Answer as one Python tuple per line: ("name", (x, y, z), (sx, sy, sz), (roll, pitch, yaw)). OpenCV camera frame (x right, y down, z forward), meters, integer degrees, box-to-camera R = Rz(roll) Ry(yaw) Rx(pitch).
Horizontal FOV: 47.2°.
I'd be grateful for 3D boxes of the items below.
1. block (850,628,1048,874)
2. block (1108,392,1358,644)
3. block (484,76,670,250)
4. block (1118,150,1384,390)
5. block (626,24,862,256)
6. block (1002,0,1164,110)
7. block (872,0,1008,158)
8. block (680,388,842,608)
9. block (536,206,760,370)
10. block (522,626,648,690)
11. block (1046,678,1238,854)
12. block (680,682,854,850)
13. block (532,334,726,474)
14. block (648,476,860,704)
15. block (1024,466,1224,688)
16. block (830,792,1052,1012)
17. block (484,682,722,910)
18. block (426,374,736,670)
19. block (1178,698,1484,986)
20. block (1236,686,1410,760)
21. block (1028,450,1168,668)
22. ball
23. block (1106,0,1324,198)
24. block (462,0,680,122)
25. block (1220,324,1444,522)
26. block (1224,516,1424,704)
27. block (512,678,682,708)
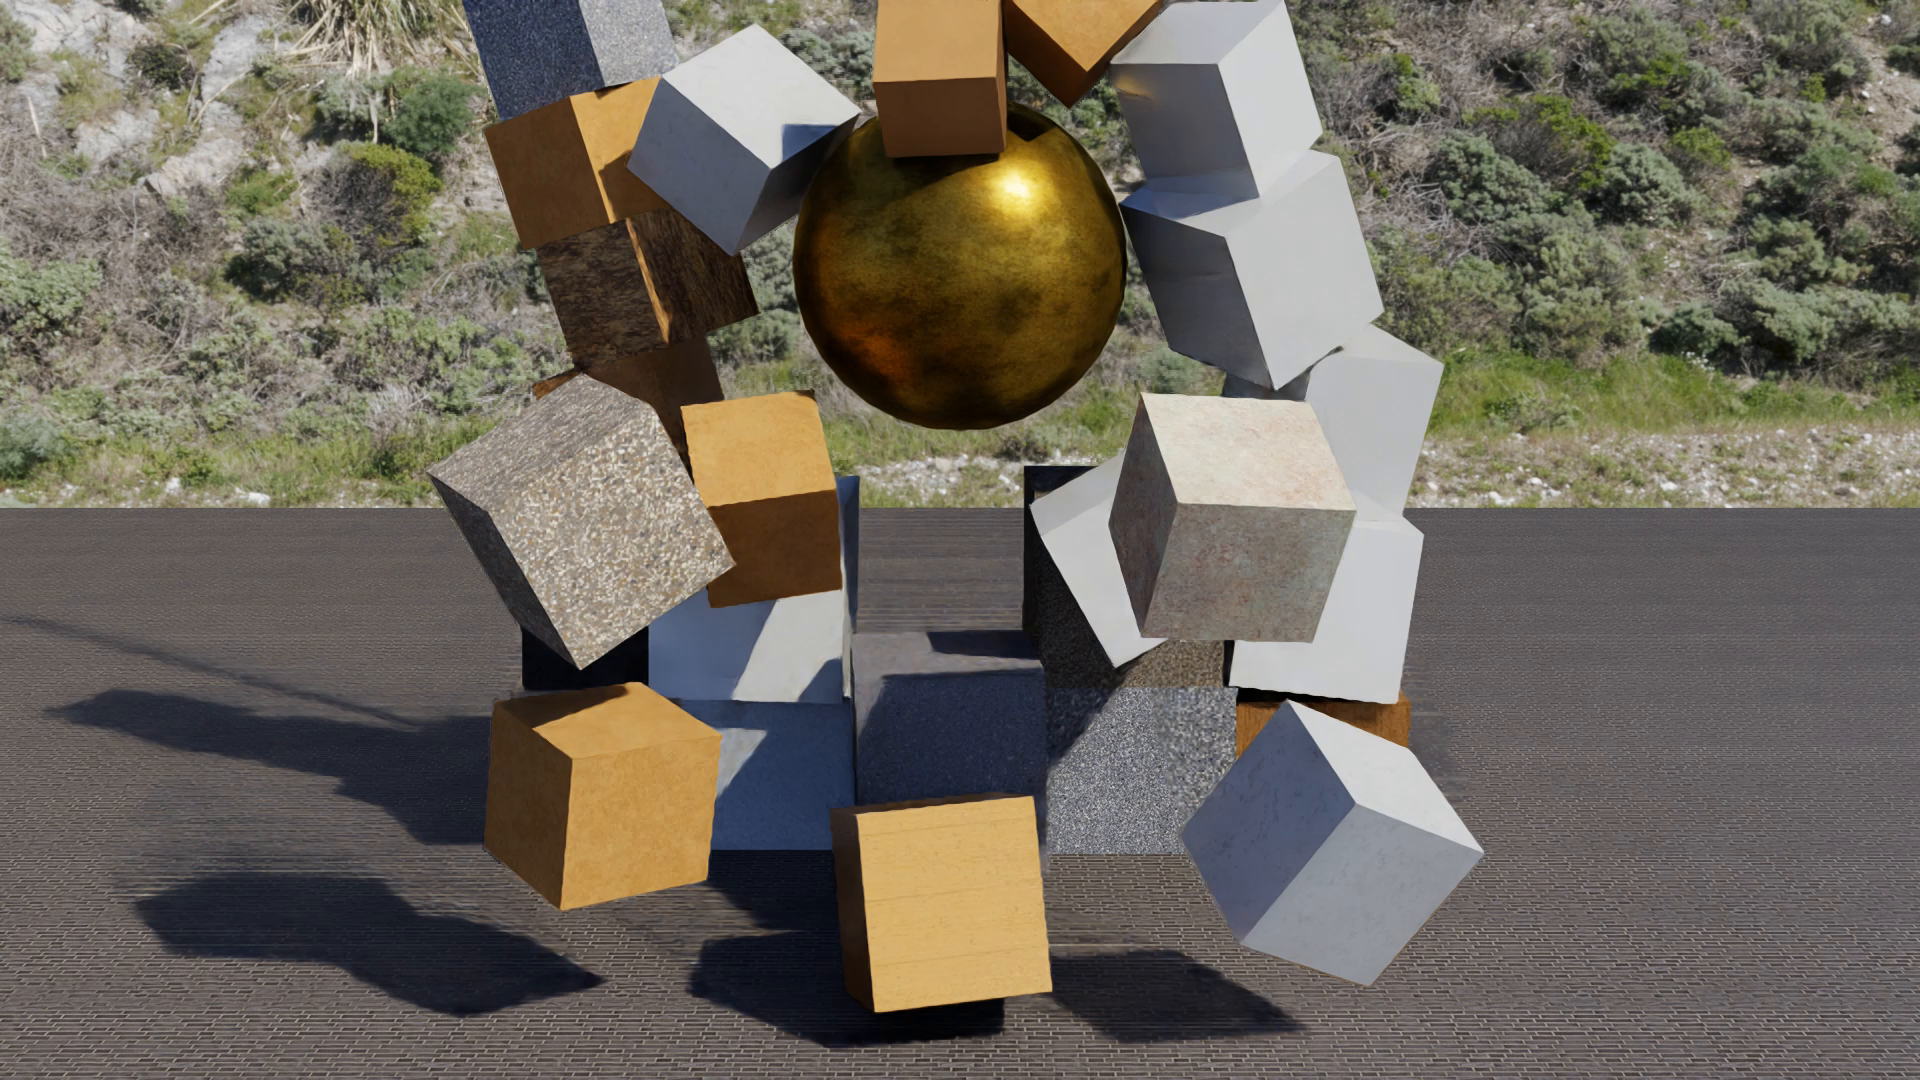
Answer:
("block", (-0.067, 0.991, 10.326), (0.854, 0.938, 0.889), (-2, 11, -4))
("block", (1.075, -0.089, 8.867), (0.718, 0.681, 0.719), (2, 39, -12))
("block", (-1.786, -1.842, 10.749), (0.672, 0.611, 0.641), (-8, 13, 41))
("block", (1.383, -1.341, 10.438), (0.709, 0.849, 0.809), (-36, 34, -18))
("block", (-1.023, -1.900, 10.420), (0.678, 0.592, 0.718), (41, 47, 7))
("block", (0.492, -2.467, 10.022), (0.655, 0.571, 0.591), (43, -7, 0))
("block", (-0.077, -2.077, 9.732), (0.530, 0.556, 0.483), (-1, -31, 6))
("block", (-0.915, -0.192, 10.163), (0.614, 0.660, 0.671), (-8, 47, -8))
("block", (-1.536, -1.276, 10.829), (0.671, 0.628, 0.673), (-9, 13, 40))
("block", (-1.844, 0.314, 11.235), (0.634, 0.763, 0.706), (0, 10, 3))
("block", (0.868, 1.059, 11.358), (0.991, 0.852, 0.973), (0, 10, 0))
("block", (-0.926, 1.095, 11.365), (0.911, 0.778, 0.828), (0, 10, 0))
("block", (-1.611, -0.599, 11.069), (0.661, 0.681, 0.681), (-14, 10, 19))
("block", (-1.029, 0.219, 11.180), (0.952, 0.986, 0.960), (2, 10, 1))
("block", (0.815, 0.168, 11.165), (0.935, 0.969, 0.890), (0, 10, -2))
("block", (-0.094, 1.444, 8.906), (0.704, 0.761, 0.752), (-5, -4, -12))
("block", (-1.436, 1.006, 8.806), (0.667, 0.629, 0.632), (-6, 21, -39))
("block", (-1.478, -0.088, 8.574), (0.734, 0.741, 0.719), (-35, 29, -19))
("block", (1.433, 1.182, 8.562), (0.701, 0.727, 0.634), (23, 23, -31))
("block", (1.802, 1.102, 11.372), (0.856, 0.762, 0.841), (0, 10, 0))
("block", (0.826, 0.033, 10.207), (0.715, 0.705, 0.696), (-29, 13, 4))
("ball", (0.000, -1.318, 10.486), (1.600, 1.600, 1.600), (0, 10, 0))
("block", (1.179, -2.035, 10.138), (0.636, 0.684, 0.555), (11, 47, 43))
("block", (-1.881, -2.456, 10.732), (0.628, 0.608, 0.720), (-12, 11, 27))
("block", (1.800, -0.616, 10.961), (0.761, 0.831, 0.686), (2, 22, -26))
("block", (1.788, 0.261, 11.208), (0.837, 0.859, 0.940), (7, 10, -1))
("block", (-1.811, 1.082, 11.381), (0.841, 0.800, 0.750), (0, 10, 0))
